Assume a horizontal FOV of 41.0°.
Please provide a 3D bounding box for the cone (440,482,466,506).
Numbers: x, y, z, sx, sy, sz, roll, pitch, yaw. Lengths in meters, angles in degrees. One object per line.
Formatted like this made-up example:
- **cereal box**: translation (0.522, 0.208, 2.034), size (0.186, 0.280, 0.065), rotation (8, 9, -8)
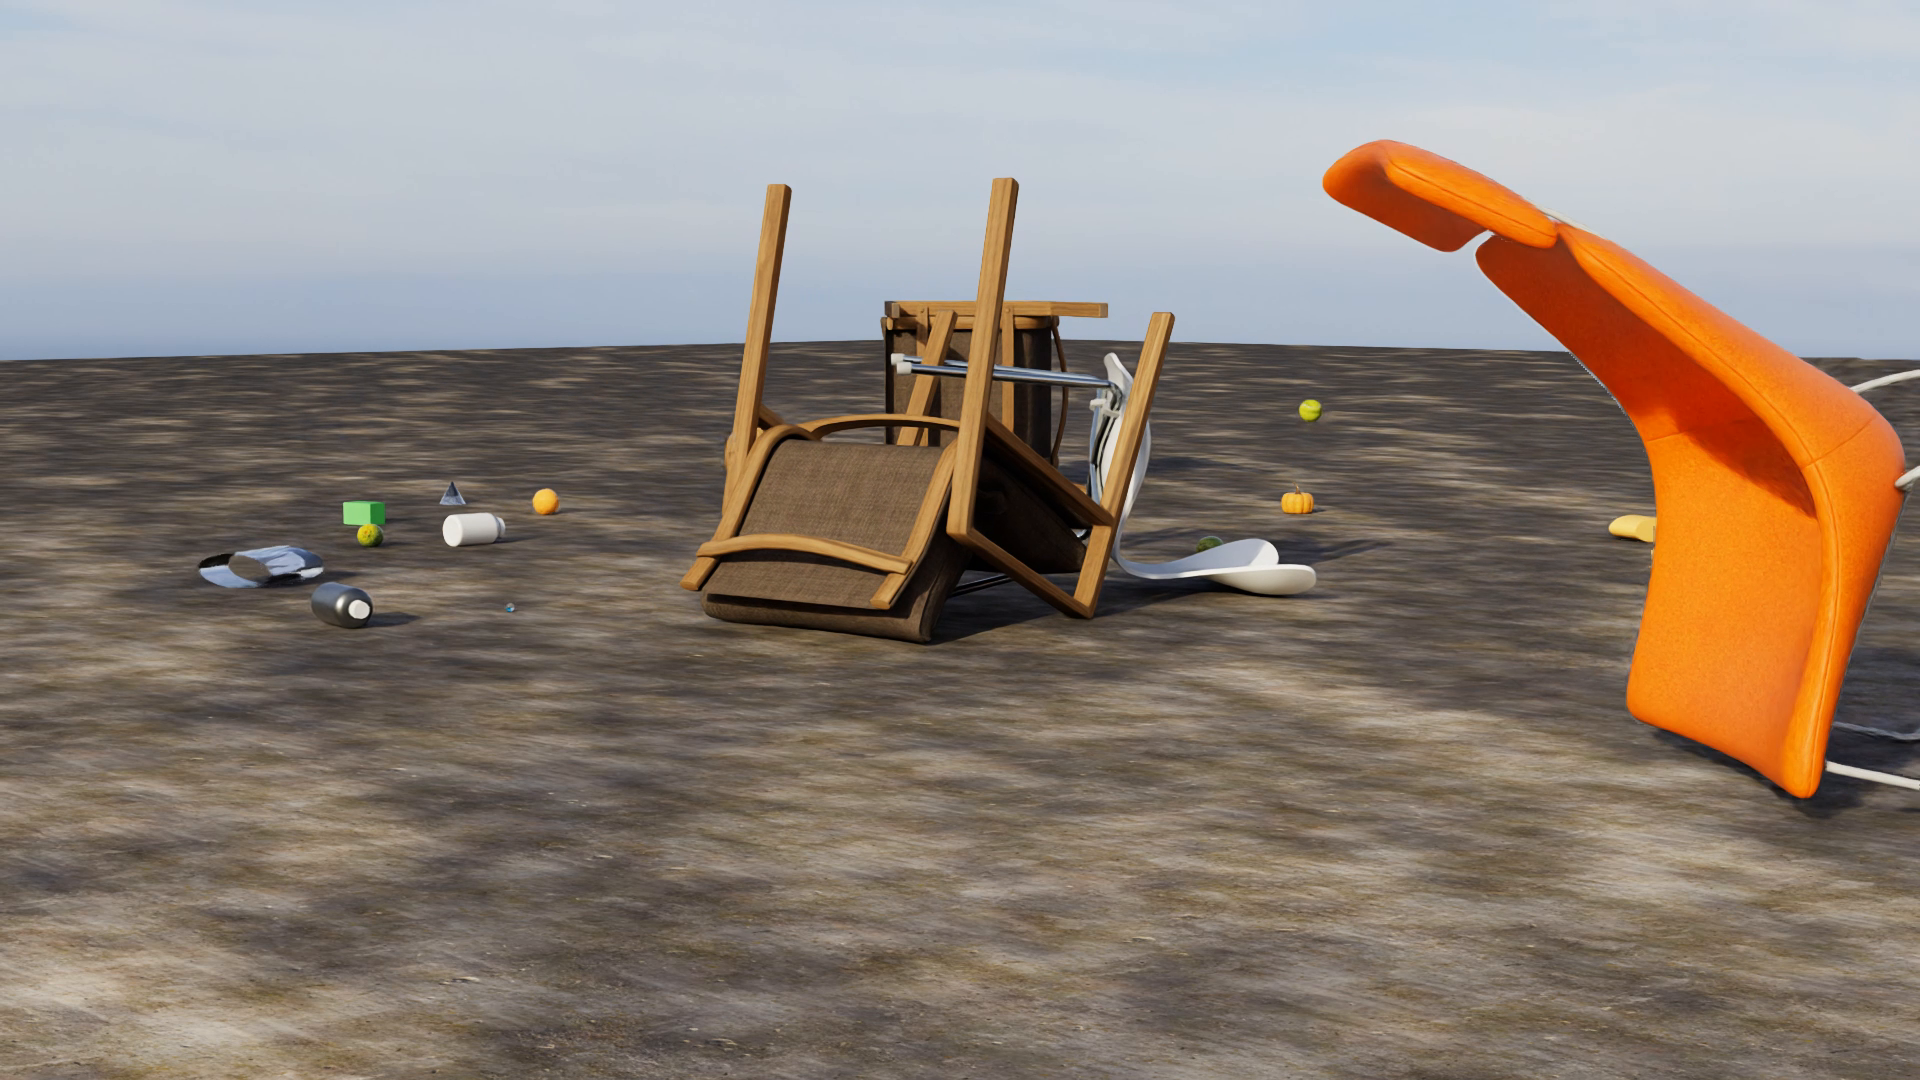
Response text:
- **cone**: translation (-1.471, -0.139, 7.431), size (0.073, 0.067, 0.096), rotation (-3, 7, -26)

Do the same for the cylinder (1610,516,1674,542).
- **cylinder**: translation (1.703, -0.029, 6.408), size (0.130, 0.058, 0.092), rotation (-4, 7, -29)

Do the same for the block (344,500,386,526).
- **block**: translation (-1.584, -0.071, 6.824), size (0.097, 0.058, 0.055), rotation (4, 7, 32)

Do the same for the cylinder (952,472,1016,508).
- **cylinder**: translation (0.068, -0.144, 7.381), size (0.138, 0.088, 0.163), rotation (3, 5, -18)

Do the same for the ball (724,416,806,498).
- **ball**: translation (-0.581, -0.248, 7.634), size (0.242, 0.242, 0.242), rotation (0, 6, 0)

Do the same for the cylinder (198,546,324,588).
- **cylinder**: translation (-1.496, 0.058, 5.499), size (0.192, 0.072, 0.176), rotation (4, 7, 24)
